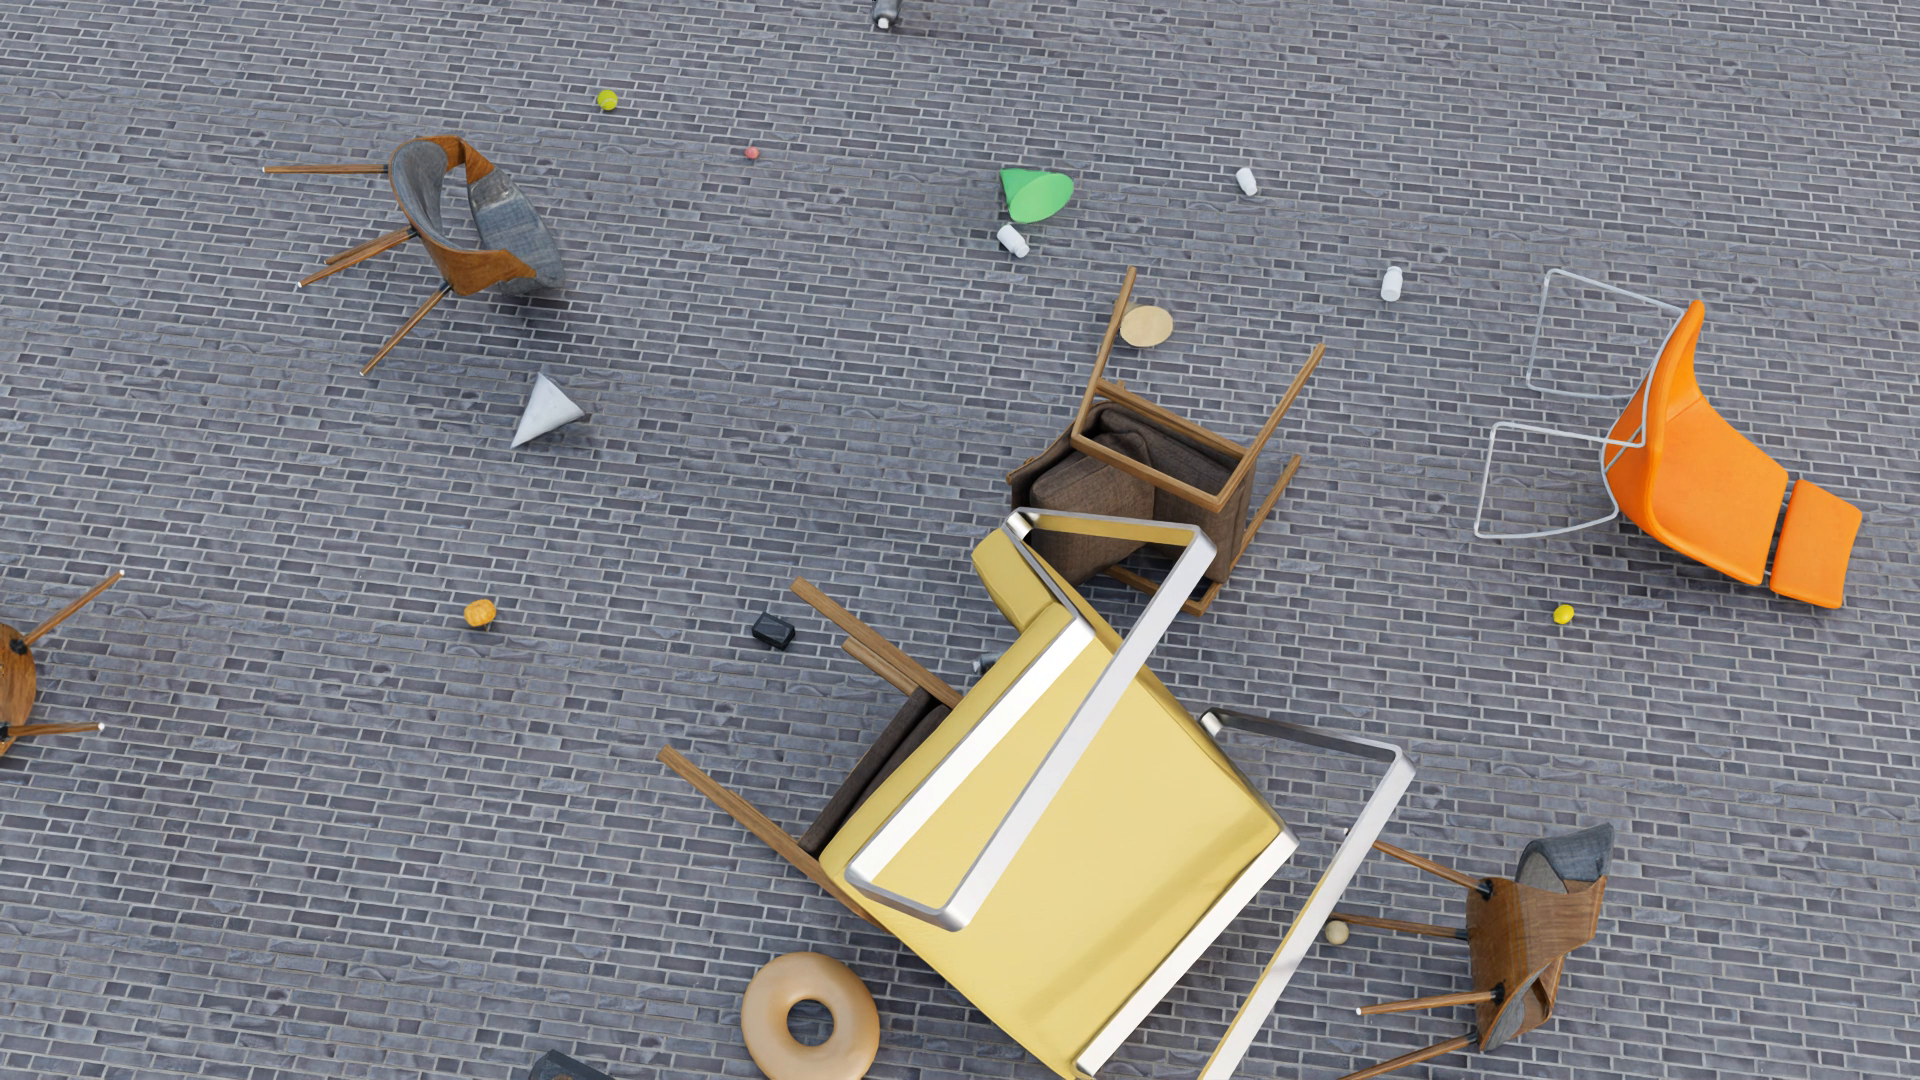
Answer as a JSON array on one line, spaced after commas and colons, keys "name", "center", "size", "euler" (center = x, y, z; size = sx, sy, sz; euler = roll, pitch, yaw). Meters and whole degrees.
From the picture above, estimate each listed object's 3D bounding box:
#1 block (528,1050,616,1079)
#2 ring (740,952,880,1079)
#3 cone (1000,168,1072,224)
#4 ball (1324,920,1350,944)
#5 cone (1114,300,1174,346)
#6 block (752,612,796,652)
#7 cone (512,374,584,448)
[{"name": "block", "center": [-0.966, 1.412, 5.472], "size": [0.238, 0.171, 0.172], "euler": [29, 57, -11]}, {"name": "ring", "center": [-0.388, 1.249, 5.692], "size": [0.349, 0.075, 0.407], "euler": [-25, 59, -16]}, {"name": "cone", "center": [0.201, -1.188, 7.325], "size": [0.251, 0.159, 0.256], "euler": [-25, 42, -21]}, {"name": "ball", "center": [1.000, 1.042, 5.836], "size": [0.064, 0.064, 0.064], "euler": [0, 56, 0]}, {"name": "cone", "center": [0.541, -0.726, 7.016], "size": [0.204, 0.140, 0.215], "euler": [5, 27, -33]}, {"name": "block", "center": [-0.540, 0.265, 6.369], "size": [0.105, 0.045, 0.066], "euler": [25, 60, 16]}, {"name": "cone", "center": [-1.303, -0.366, 6.771], "size": [0.234, 0.158, 0.238], "euler": [-47, 45, -4]}]
